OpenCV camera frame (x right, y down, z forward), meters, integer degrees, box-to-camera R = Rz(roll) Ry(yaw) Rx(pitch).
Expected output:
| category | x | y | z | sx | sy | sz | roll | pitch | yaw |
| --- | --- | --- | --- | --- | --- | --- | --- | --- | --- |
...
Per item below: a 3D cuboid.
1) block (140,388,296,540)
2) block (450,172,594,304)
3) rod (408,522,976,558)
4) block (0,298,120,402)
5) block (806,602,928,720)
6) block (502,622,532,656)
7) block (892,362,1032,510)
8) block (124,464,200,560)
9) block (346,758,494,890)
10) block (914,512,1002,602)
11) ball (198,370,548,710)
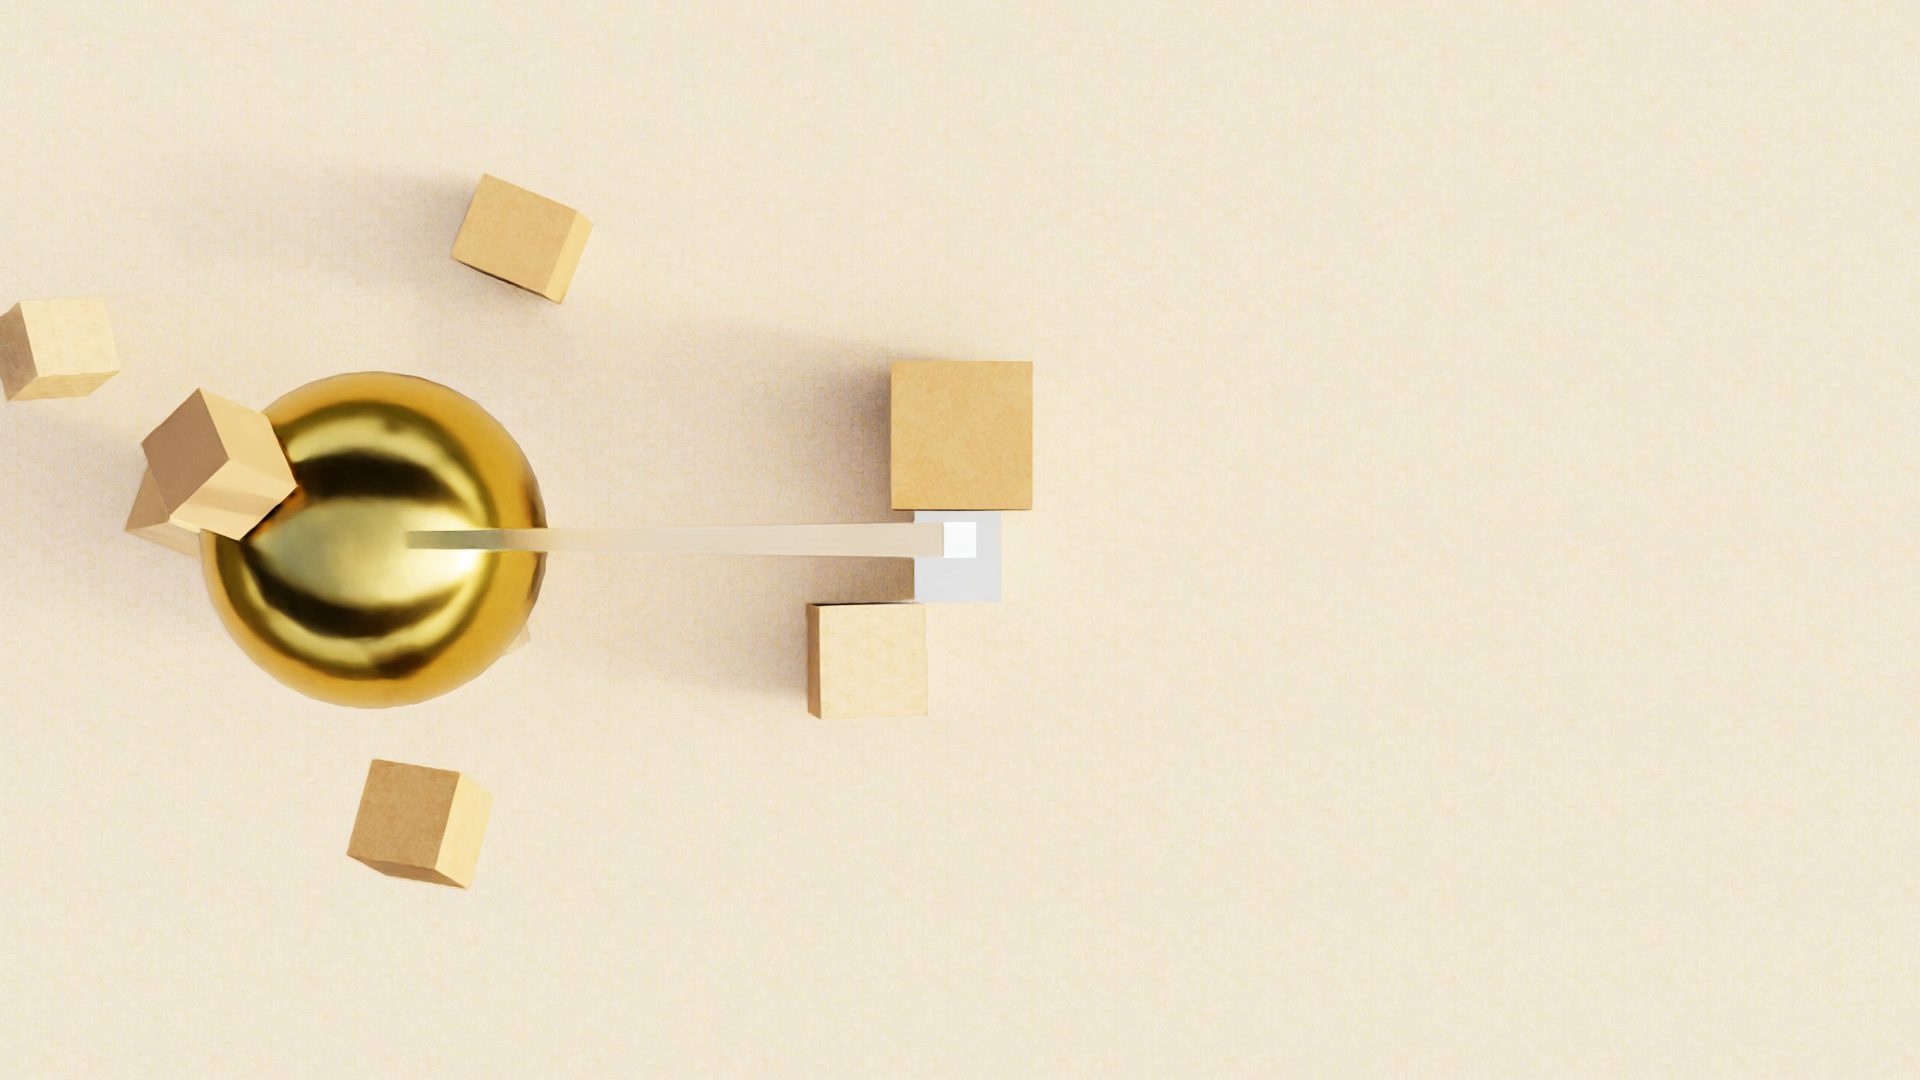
| category | x | y | z | sx | sy | sz | roll | pitch | yaw |
| --- | --- | --- | --- | --- | --- | --- | --- | --- | --- |
| block | -3.224 | -0.327 | 9.569 | 0.379 | 0.395 | 0.434 | -40 | 60 | 13 |
| block | -2.526 | -1.735 | 12.726 | 0.574 | 0.548 | 0.514 | 22 | 90 | 0 |
| rod | -1.193 | 0.000 | 7.368 | 0.080 | 5.200 | 0.080 | 0 | 90 | -27 |
| block | -5.207 | -1.096 | 12.647 | 0.453 | 0.485 | 0.448 | -22 | 82 | 42 |
| block | -0.540 | 0.685 | 12.657 | 0.608 | 0.580 | 0.635 | -1 | 90 | -11 |
| block | -2.951 | 0.335 | 12.643 | 0.697 | 0.657 | 0.742 | -13 | 95 | 0 |
| block | 0.011 | -0.586 | 12.641 | 0.789 | 0.718 | 0.826 | 0 | 90 | 0 |
| block | -4.172 | -0.235 | 12.424 | 0.694 | 0.662 | 0.614 | 26 | 69 | -36 |
| block | -2.430 | 1.285 | 9.925 | 0.421 | 0.469 | 0.439 | 8 | 71 | 10 |
| block | -0.011 | 0.095 | 12.730 | 0.491 | 0.540 | 0.517 | 0 | 90 | 0 |
| ball | -2.754 | 0.000 | 10.389 | 1.600 | 1.600 | 1.600 | 0 | 90 | 0 |
